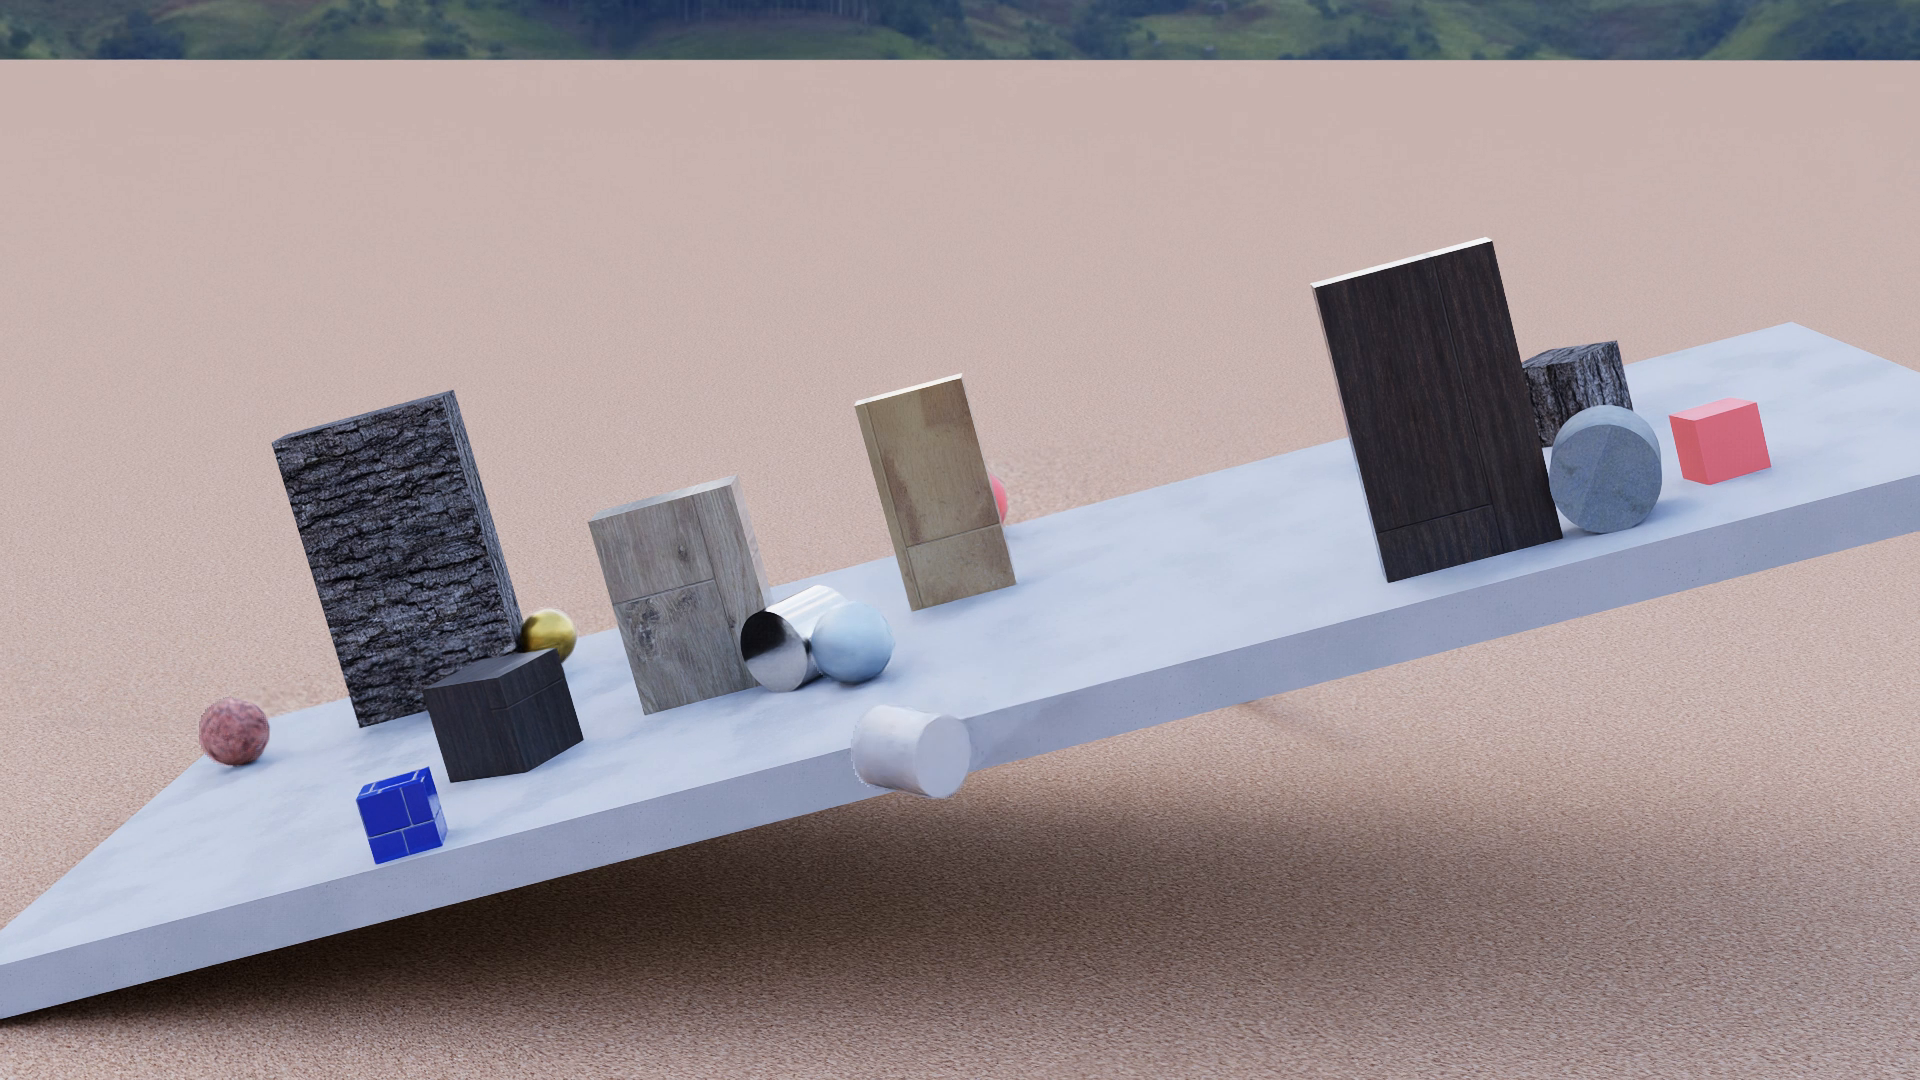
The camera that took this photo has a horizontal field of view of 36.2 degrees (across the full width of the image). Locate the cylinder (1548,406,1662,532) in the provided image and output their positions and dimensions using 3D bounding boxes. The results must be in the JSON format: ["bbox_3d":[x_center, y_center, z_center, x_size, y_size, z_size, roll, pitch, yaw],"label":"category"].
[{"bbox_3d":[1.205,-0.134,5.490,0.203,0.203,0.203,2,13,12],"label":"cylinder"}]

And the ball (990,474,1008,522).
[{"bbox_3d":[0.026,-0.088,7.202,0.181,0.181,0.181,0,10,0],"label":"ball"}]

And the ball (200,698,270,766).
[{"bbox_3d":[-1.694,0.449,6.874,0.157,0.157,0.157,0,10,0],"label":"ball"}]

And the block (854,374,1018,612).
[{"bbox_3d":[-0.051,-0.105,6.509,0.242,0.475,0.086,-15,9,4],"label":"block"}]

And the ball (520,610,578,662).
[{"bbox_3d":[-0.973,0.231,6.954,0.134,0.134,0.134,0,10,0],"label":"ball"}]

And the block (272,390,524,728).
[{"bbox_3d":[-1.306,0.044,6.946,0.415,0.704,0.148,-15,9,4],"label":"block"}]

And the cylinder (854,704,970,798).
[{"bbox_3d":[-0.084,0.371,5.175,0.146,0.146,0.146,7,12,42],"label":"cylinder"}]

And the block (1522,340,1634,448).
[{"bbox_3d":[1.334,-0.317,6.437,0.181,0.181,0.181,-6,13,46],"label":"block"}]

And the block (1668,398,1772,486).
[{"bbox_3d":[1.458,-0.190,5.647,0.128,0.128,0.128,-16,9,-6],"label":"block"}]

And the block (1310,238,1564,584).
[{"bbox_3d":[0.889,-0.241,5.483,0.334,0.572,0.085,-15,9,4],"label":"block"}]

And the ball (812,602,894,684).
[{"bbox_3d":[-0.215,0.206,5.893,0.165,0.165,0.165,0,10,0],"label":"ball"}]

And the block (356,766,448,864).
[{"bbox_3d":[-1.045,0.516,5.512,0.128,0.128,0.128,-16,9,-2],"label":"block"}]

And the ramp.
[{"bbox_3d":[0.079,0.191,6.330,4.000,0.100,2.000,-15,9,4],"label":"ramp"}]

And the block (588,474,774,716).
[{"bbox_3d":[-0.566,0.115,6.192,0.309,0.425,0.141,-15,9,4],"label":"block"}]

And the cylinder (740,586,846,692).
[{"bbox_3d":[-0.329,0.203,6.063,0.175,0.175,0.175,7,21,36],"label":"cylinder"}]

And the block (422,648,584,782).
[{"bbox_3d":[-0.937,0.359,6.036,0.202,0.202,0.202,-10,11,31],"label":"block"}]
